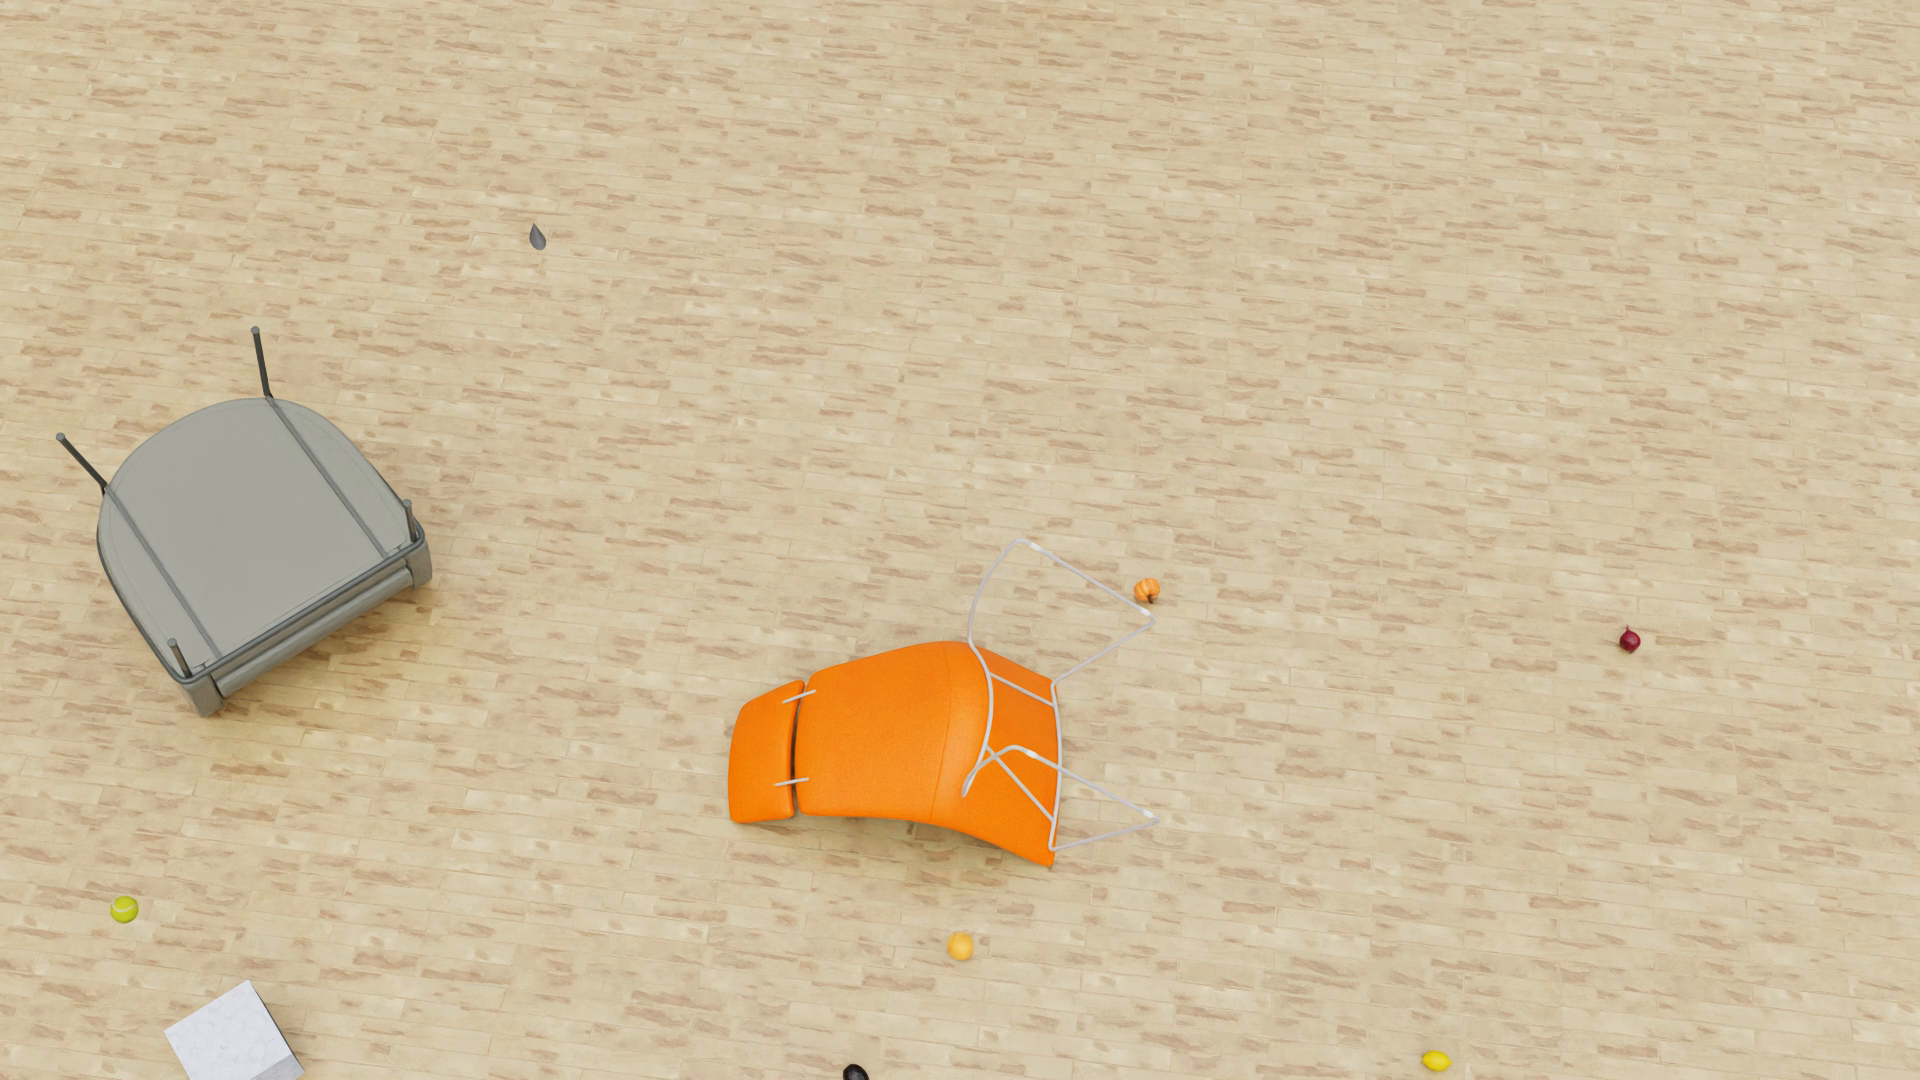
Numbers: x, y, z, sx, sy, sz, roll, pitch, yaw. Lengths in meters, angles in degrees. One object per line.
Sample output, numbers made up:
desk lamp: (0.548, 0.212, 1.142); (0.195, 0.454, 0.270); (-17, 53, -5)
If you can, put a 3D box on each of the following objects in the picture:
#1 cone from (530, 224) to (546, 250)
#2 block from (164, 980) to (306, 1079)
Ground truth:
cone: (-1.390, -1.011, 7.200); (0.052, 0.087, 0.094); (-19, 58, -12)
block: (-1.851, 1.307, 5.613); (0.235, 0.139, 0.245); (-31, 62, -19)
